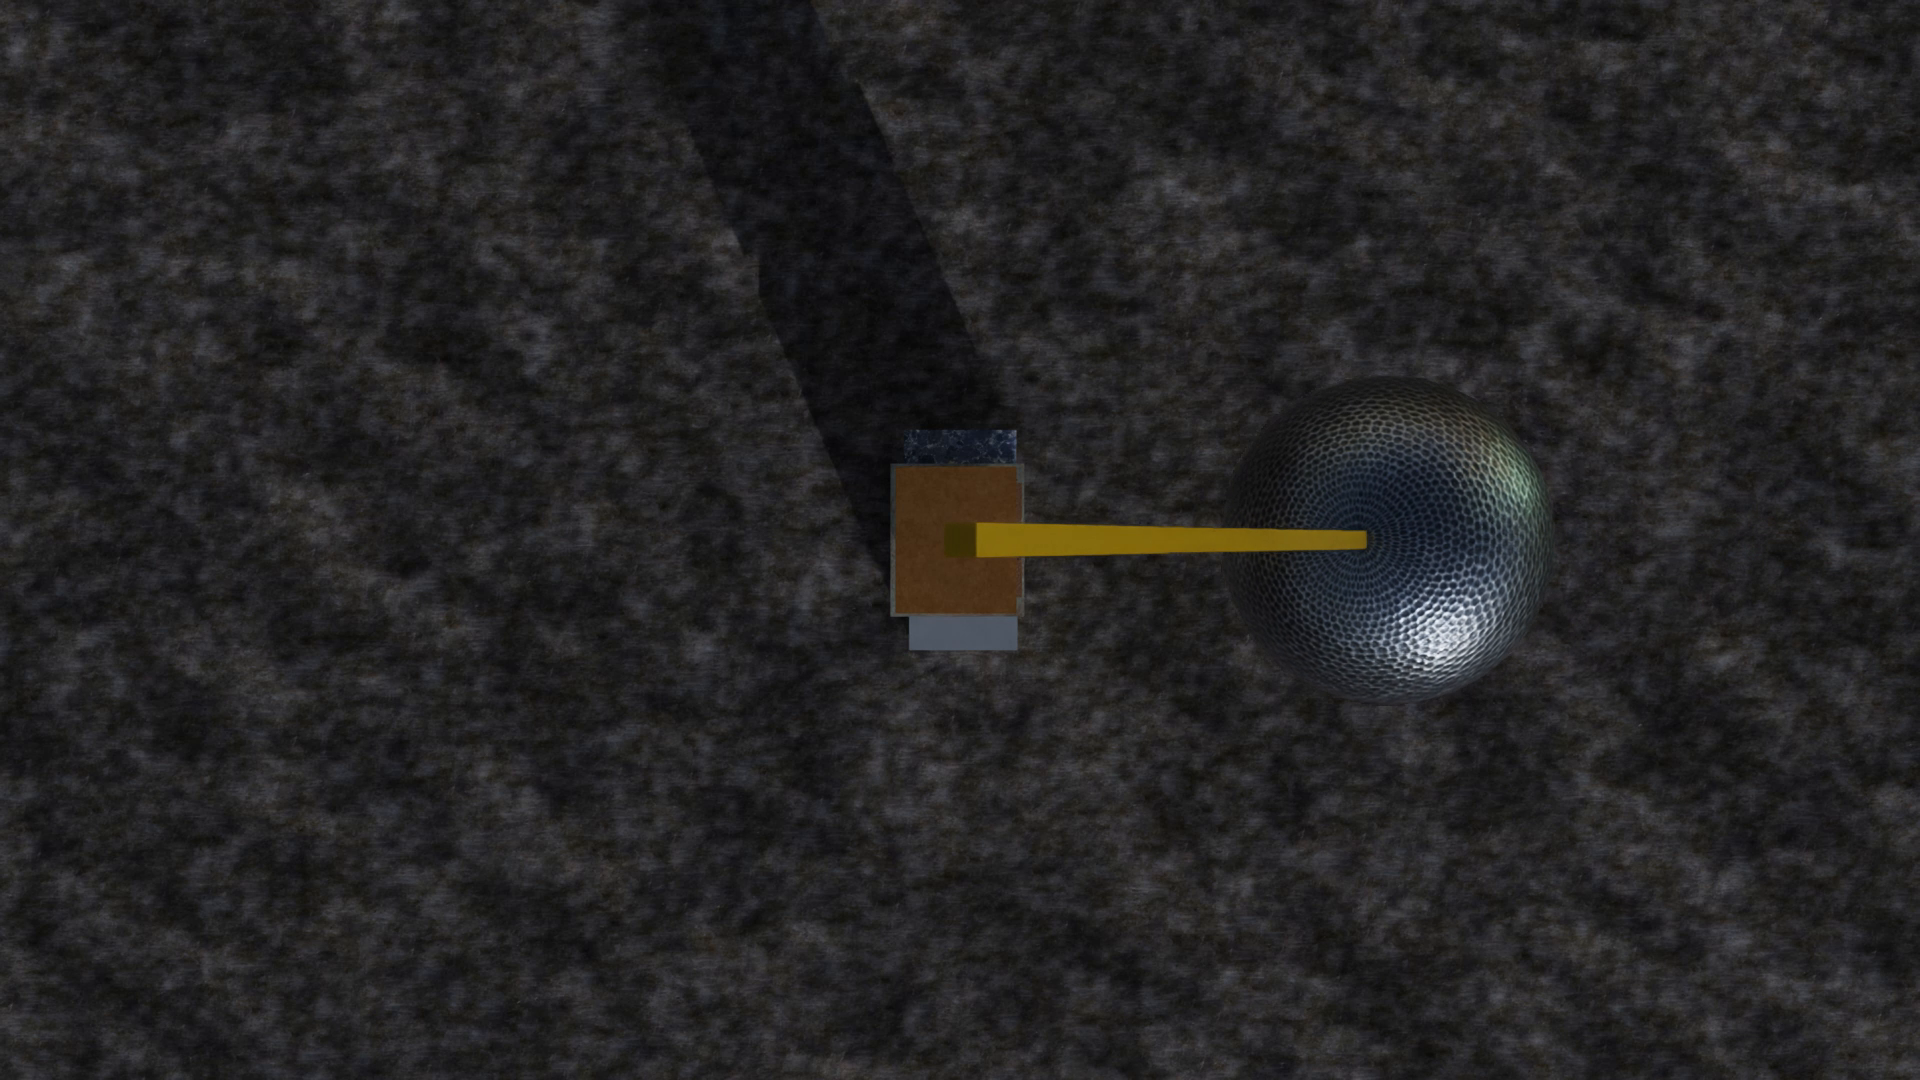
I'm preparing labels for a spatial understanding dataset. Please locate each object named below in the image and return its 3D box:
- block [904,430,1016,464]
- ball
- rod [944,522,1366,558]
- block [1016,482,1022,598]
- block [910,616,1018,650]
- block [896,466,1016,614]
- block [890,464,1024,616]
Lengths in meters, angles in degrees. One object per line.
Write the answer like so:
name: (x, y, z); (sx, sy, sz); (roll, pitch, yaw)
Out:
block: (0.001, -0.304, 12.651); (0.631, 0.698, 0.625); (0, 90, 0)
ball: (2.074, 0.000, 10.703); (1.600, 1.600, 1.600); (0, 90, 0)
rod: (0.899, 0.000, 7.512); (0.080, 5.200, 0.080); (0, 90, 20)
block: (0.008, 0.000, 10.712); (0.568, 0.629, 0.541); (0, 90, 0)
block: (0.018, 0.318, 12.654); (0.606, 0.692, 0.598); (0, 90, 0)
block: (-0.018, 0.000, 10.093); (0.539, 0.609, 0.652); (0, 90, 0)
block: (-0.013, 0.000, 11.930); (0.704, 0.743, 0.805); (0, 90, 0)
